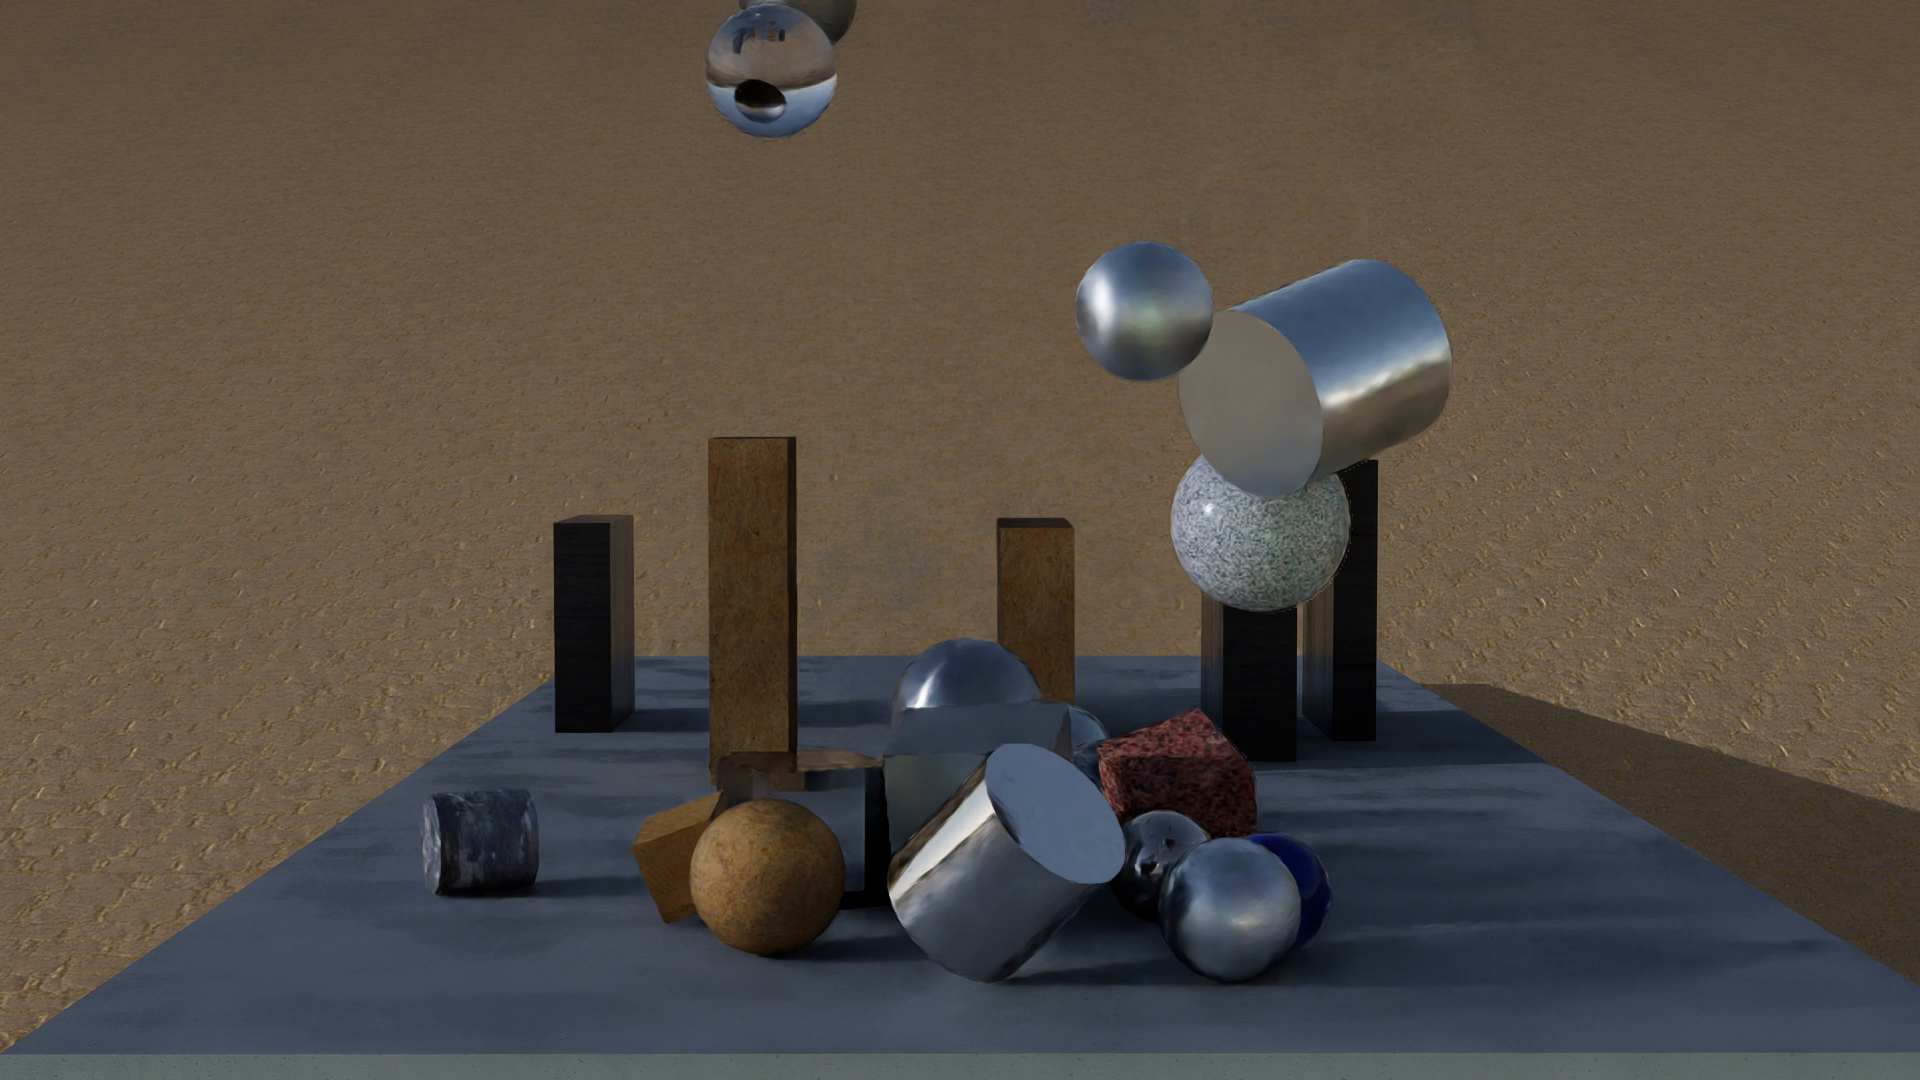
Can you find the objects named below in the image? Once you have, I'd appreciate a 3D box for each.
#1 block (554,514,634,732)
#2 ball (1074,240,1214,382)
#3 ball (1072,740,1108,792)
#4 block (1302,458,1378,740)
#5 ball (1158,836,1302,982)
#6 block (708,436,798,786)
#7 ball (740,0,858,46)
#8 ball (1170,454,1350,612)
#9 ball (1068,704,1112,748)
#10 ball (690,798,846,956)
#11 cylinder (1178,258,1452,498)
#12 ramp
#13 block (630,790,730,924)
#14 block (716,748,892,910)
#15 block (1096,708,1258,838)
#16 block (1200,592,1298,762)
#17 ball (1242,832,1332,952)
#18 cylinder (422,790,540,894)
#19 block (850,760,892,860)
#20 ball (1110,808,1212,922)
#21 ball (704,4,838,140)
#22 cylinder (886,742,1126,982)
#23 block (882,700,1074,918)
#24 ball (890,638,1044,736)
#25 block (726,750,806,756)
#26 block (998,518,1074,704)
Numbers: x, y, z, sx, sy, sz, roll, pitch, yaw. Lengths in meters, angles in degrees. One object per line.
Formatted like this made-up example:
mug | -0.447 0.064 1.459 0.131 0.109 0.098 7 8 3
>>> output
block | -0.733 0.161 5.174 0.110 0.409 0.366 0 3 0
ball | 0.181 -0.224 2.521 0.137 0.137 0.137 0 21 0
ball | 0.202 0.364 3.552 0.176 0.176 0.176 0 21 0
block | 0.747 0.104 5.075 0.083 0.533 0.427 0 3 0
ball | 0.299 0.409 2.847 0.159 0.159 0.159 0 21 0
block | -0.354 0.115 4.418 0.132 0.581 0.244 0 3 0
ball | -0.175 -0.588 2.785 0.128 0.128 0.128 0 21 0
ball | 0.330 -0.020 2.825 0.197 0.197 0.197 0 21 0
ball | 0.142 0.339 3.863 0.191 0.191 0.191 0 21 0
ball | -0.223 0.391 2.987 0.182 0.182 0.182 0 21 0
cylinder | 0.372 -0.171 2.697 0.202 0.202 0.202 -23 31 -35
ramp | 0.050 0.450 4.532 2.000 0.100 4.000 0 3 0
block | -0.328 0.390 3.172 0.105 0.105 0.105 -21 12 9
block | -0.199 0.375 3.323 0.179 0.179 0.179 -2 3 -26
block | 0.285 0.342 3.363 0.150 0.150 0.150 -19 35 -15
block | 0.535 -0.002 4.781 0.132 0.775 0.410 0 3 0
ball | 0.359 0.410 2.986 0.143 0.143 0.143 0 21 0
cylinder | -0.632 0.396 3.381 0.128 0.128 0.128 -2 20 -23
block | -0.083 0.384 3.672 0.124 0.124 0.124 -1 3 -15
ball | 0.250 0.402 3.172 0.140 0.140 0.140 0 21 0
ball | -0.187 -0.463 2.539 0.132 0.132 0.132 0 21 0
cylinder | 0.050 0.356 2.836 0.189 0.189 0.189 29 33 -21
block | 0.030 0.331 3.175 0.206 0.206 0.206 -3 12 8
ball | 0.010 0.236 3.471 0.209 0.209 0.209 0 21 0
block | -0.241 0.376 3.559 0.150 0.150 0.150 -1 3 -11
block | 0.142 0.173 4.910 0.135 0.413 0.419 0 3 0
